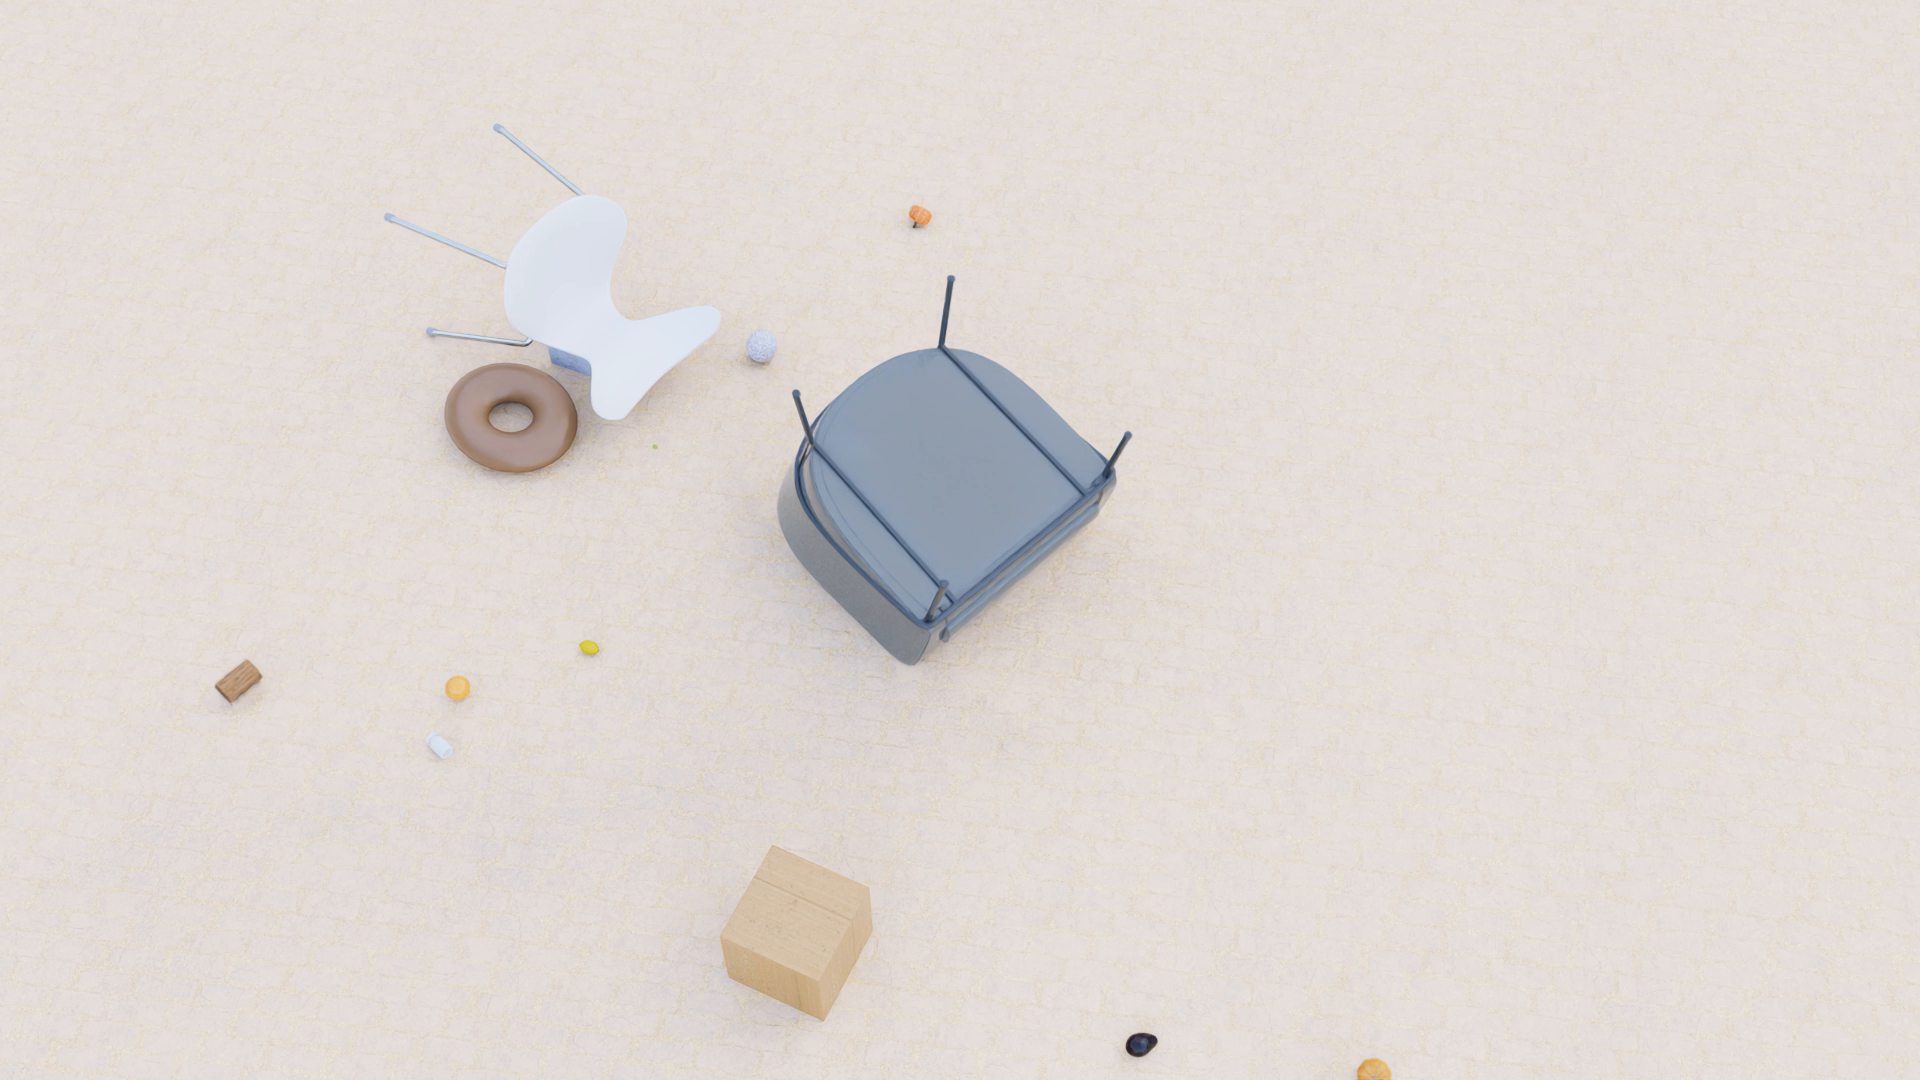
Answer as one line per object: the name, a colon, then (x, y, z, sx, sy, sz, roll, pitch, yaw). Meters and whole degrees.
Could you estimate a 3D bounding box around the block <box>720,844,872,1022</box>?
block: (-0.421, 1.024, 5.725, 0.283, 0.270, 0.283, 22, 59, 14)

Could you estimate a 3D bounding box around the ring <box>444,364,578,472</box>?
ring: (-1.382, -0.378, 6.766, 0.441, 0.105, 0.373, 33, 63, 20)

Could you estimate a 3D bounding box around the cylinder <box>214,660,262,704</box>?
cylinder: (-2.054, 0.402, 6.263, 0.112, 0.068, 0.074, -43, 38, -24)

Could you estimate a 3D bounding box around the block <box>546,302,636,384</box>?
block: (-1.159, -0.623, 6.924, 0.213, 0.112, 0.173, 19, 58, 12)

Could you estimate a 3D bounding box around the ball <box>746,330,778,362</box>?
ball: (-0.624, -0.611, 6.923, 0.101, 0.101, 0.101, 0, 56, 0)
